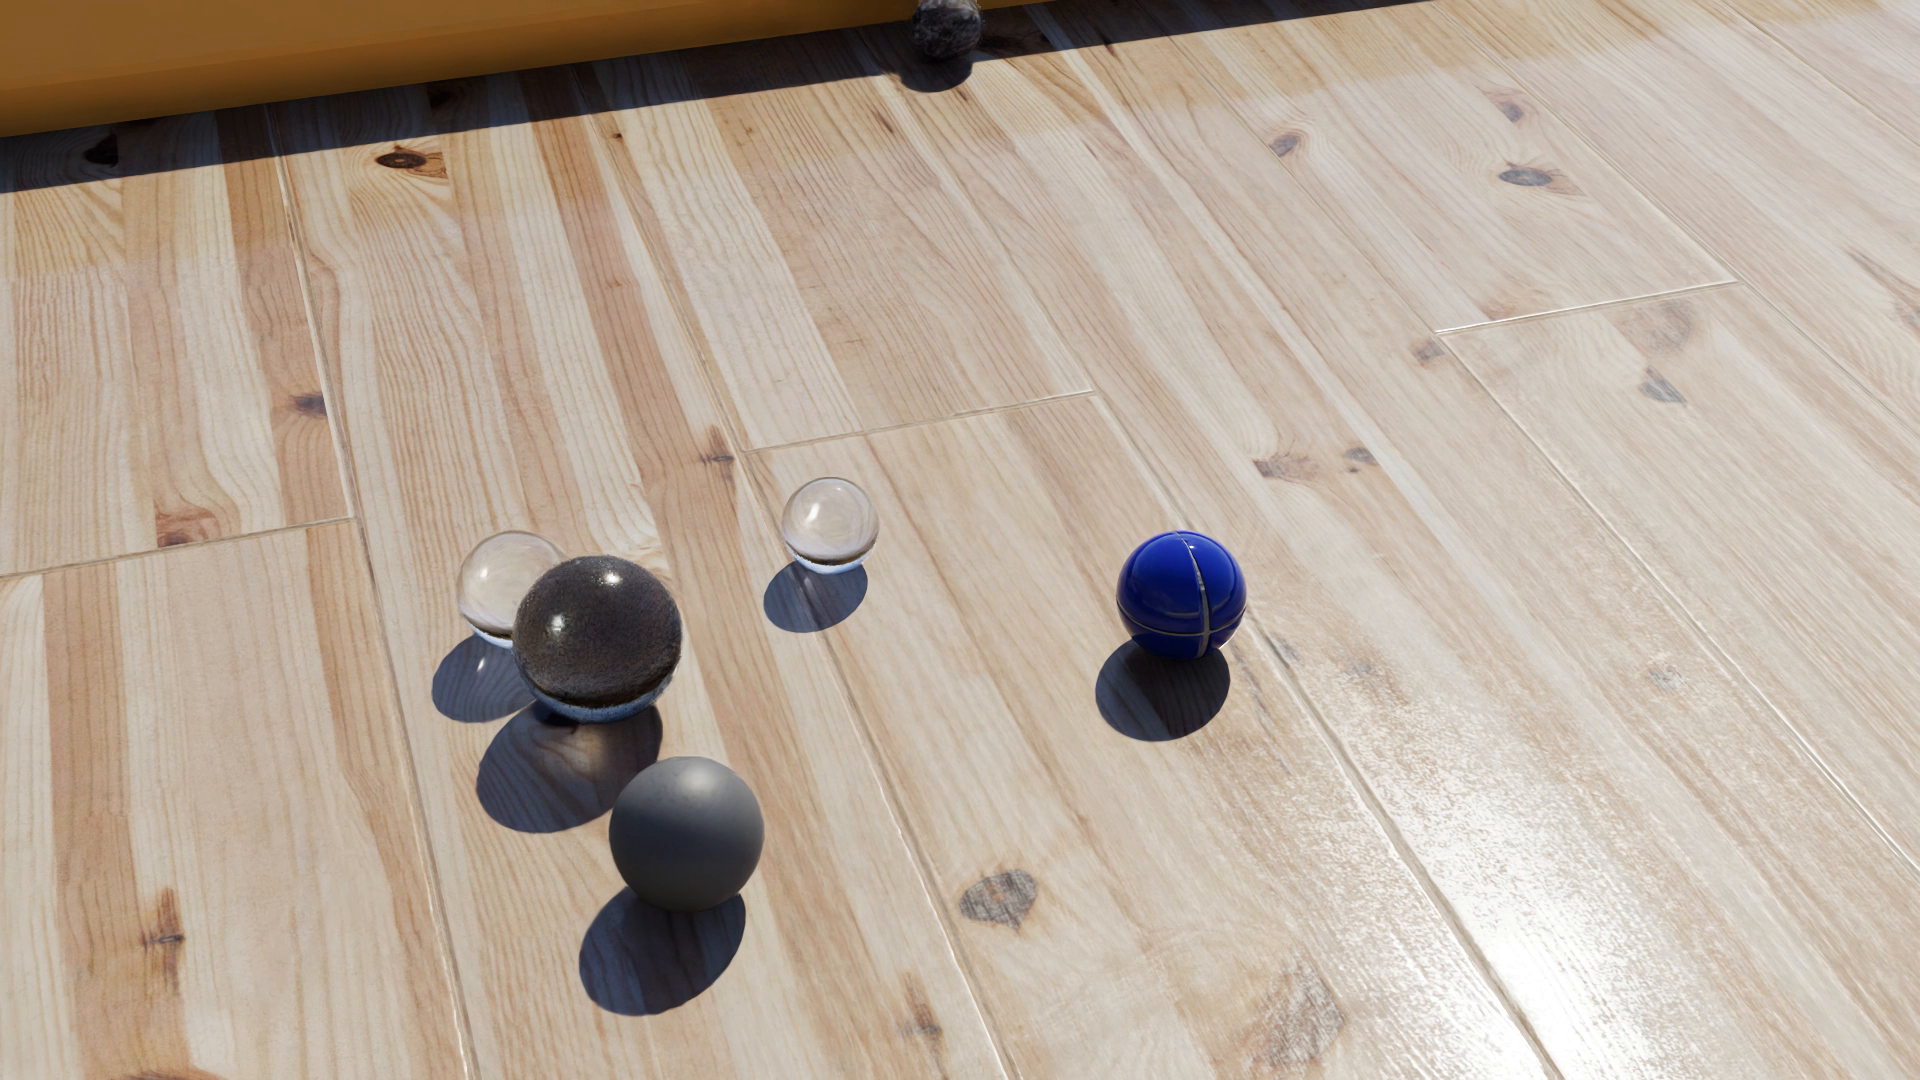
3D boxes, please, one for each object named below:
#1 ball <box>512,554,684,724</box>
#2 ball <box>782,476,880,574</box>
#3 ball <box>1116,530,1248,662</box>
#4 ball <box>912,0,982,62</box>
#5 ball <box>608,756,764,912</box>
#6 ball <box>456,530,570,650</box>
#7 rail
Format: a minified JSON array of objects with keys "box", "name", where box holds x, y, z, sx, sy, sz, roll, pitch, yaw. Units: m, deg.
[{"box":[-0.204,0.056,1.446,0.096,0.096,0.096,0,36,0],"name":"ball"},{"box":[-0.079,-0.009,1.567,0.061,0.061,0.061,0,36,0],"name":"ball"},{"box":[0.129,0.032,1.496,0.077,0.077,0.077,0,36,0],"name":"ball"},{"box":[-0.011,-0.433,2.160,0.059,0.059,0.059,0,36,0],"name":"ball"},{"box":[-0.141,0.152,1.326,0.080,0.080,0.080,0,36,0],"name":"ball"},{"box":[-0.260,0.029,1.506,0.071,0.071,0.071,0,36,0],"name":"ball"},{"box":[0.451,-0.584,2.313,2.877,0.125,0.045,-10,37,-14],"name":"rail"}]
